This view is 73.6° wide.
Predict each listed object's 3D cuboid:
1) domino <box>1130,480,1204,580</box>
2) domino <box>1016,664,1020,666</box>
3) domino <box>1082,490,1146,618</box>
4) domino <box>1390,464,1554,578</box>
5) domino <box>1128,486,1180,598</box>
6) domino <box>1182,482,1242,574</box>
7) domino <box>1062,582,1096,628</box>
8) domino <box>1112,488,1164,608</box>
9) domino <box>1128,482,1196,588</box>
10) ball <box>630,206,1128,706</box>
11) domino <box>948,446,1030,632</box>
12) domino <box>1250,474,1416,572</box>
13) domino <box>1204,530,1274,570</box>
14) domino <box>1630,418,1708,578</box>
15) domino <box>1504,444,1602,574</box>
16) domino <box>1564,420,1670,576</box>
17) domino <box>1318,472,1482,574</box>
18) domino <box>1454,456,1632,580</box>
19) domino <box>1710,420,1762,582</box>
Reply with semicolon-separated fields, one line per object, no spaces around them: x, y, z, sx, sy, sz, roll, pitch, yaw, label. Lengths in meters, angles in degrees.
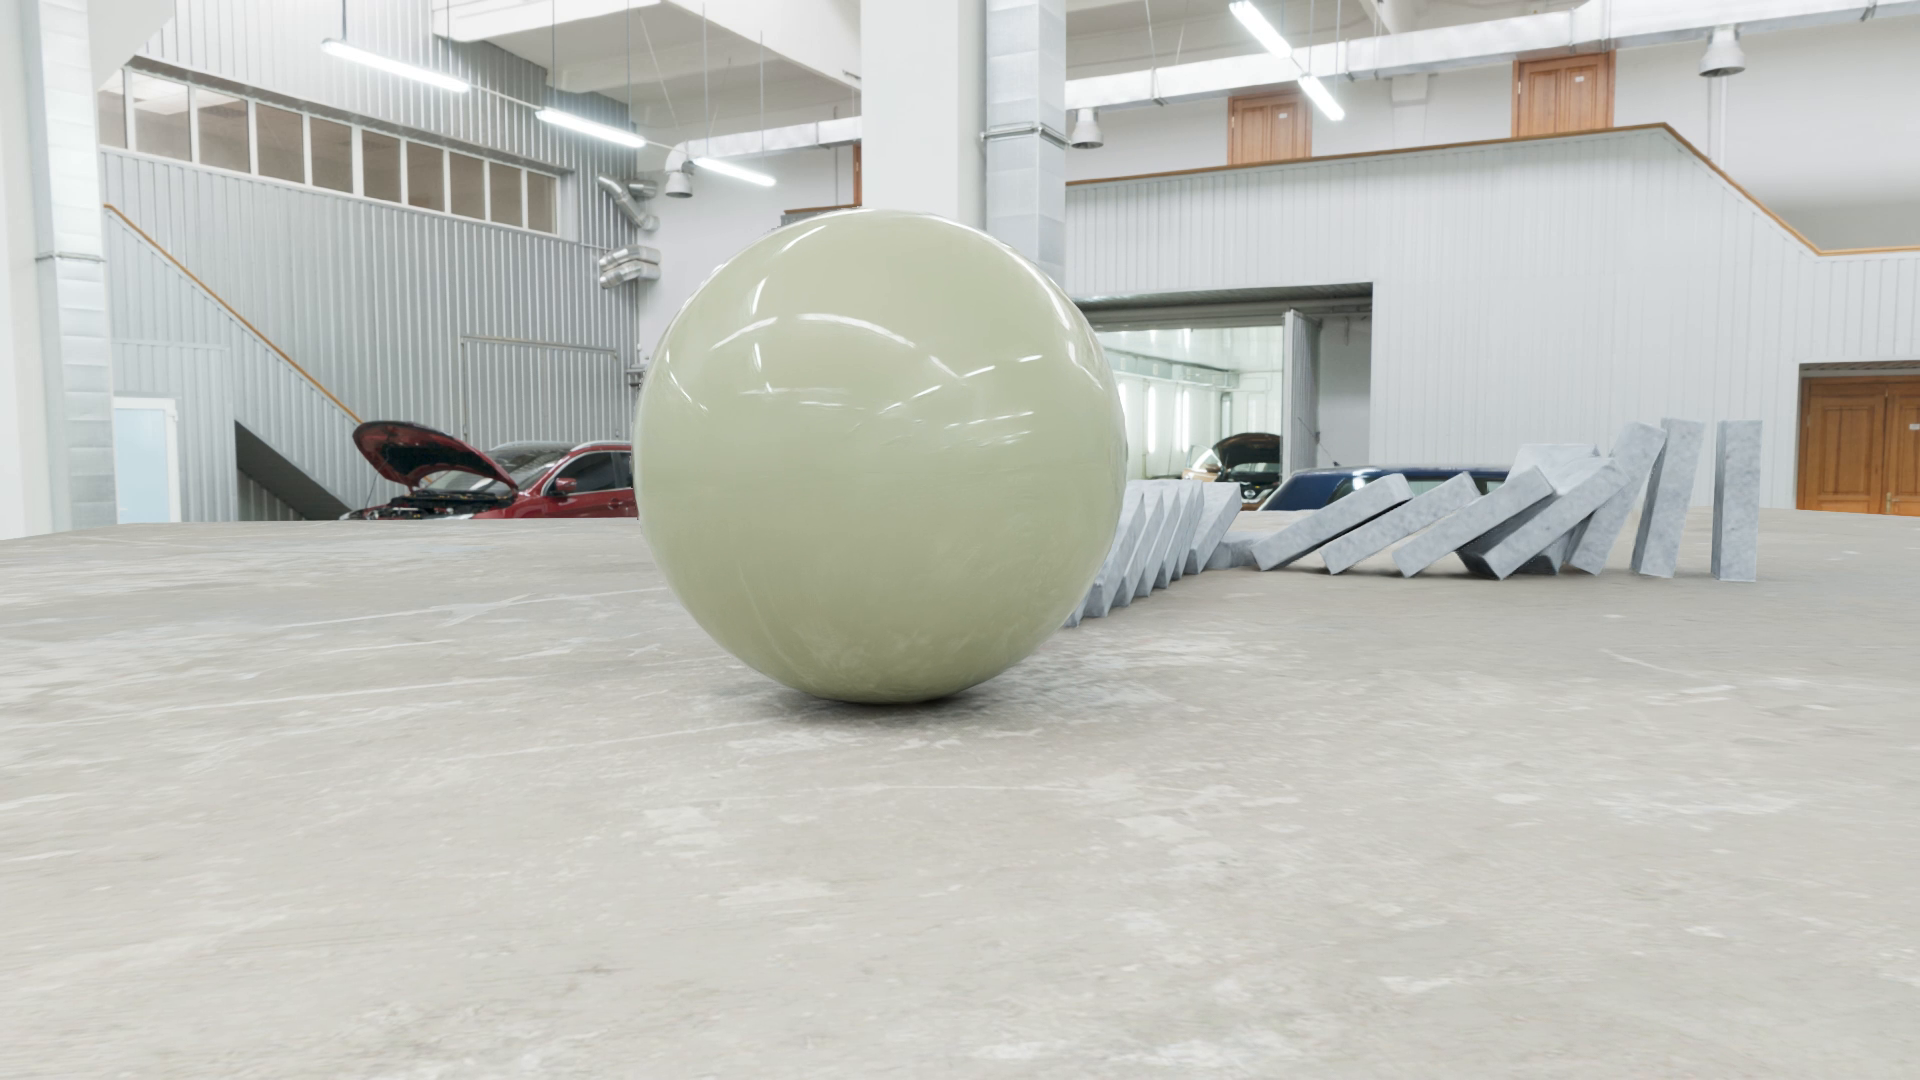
0.064;-0.004;0.422;0.025;0.009;0.050;0;30;20;domino
0.000;0.002;0.260;0.025;0.010;0.050;0;48;4;domino
0.031;0.003;0.336;0.025;0.009;0.050;2;29;20;domino
0.163;-0.006;0.408;0.050;0.010;0.025;-36;-11;23;domino
0.048;-0.001;0.378;0.025;0.009;0.050;2;29;21;domino
0.077;-0.005;0.441;0.025;0.009;0.050;2;29;29;domino
0.022;0.003;0.318;0.025;0.009;0.050;2;33;20;domino
0.040;0.001;0.357;0.025;0.009;0.050;2;29;20;domino
0.056;-0.002;0.400;0.025;0.009;0.050;2;30;20;domino
-0.013;-0.013;0.210;0.080;0.080;0.080;0;4;0;ball
0.004;-0.001;0.301;0.025;0.010;0.050;-1;48;3;domino
0.124;-0.006;0.426;0.050;0.010;0.025;-31;-12;29;domino
0.096;0.003;0.462;0.025;0.009;0.050;3;5;37;domino
0.229;-0.014;0.416;0.009;0.050;0.025;11;8;20;domino
0.196;-0.011;0.435;0.025;0.050;0.009;5;-38;47;domino
0.215;-0.014;0.422;0.010;0.050;0.025;24;11;15;domino
0.143;-0.005;0.418;0.050;0.009;0.025;-31;-10;24;domino
0.185;-0.007;0.410;0.050;0.009;0.025;-38;3;3;domino
0.247;-0.013;0.408;0.010;0.050;0.025;2;5;24;domino
